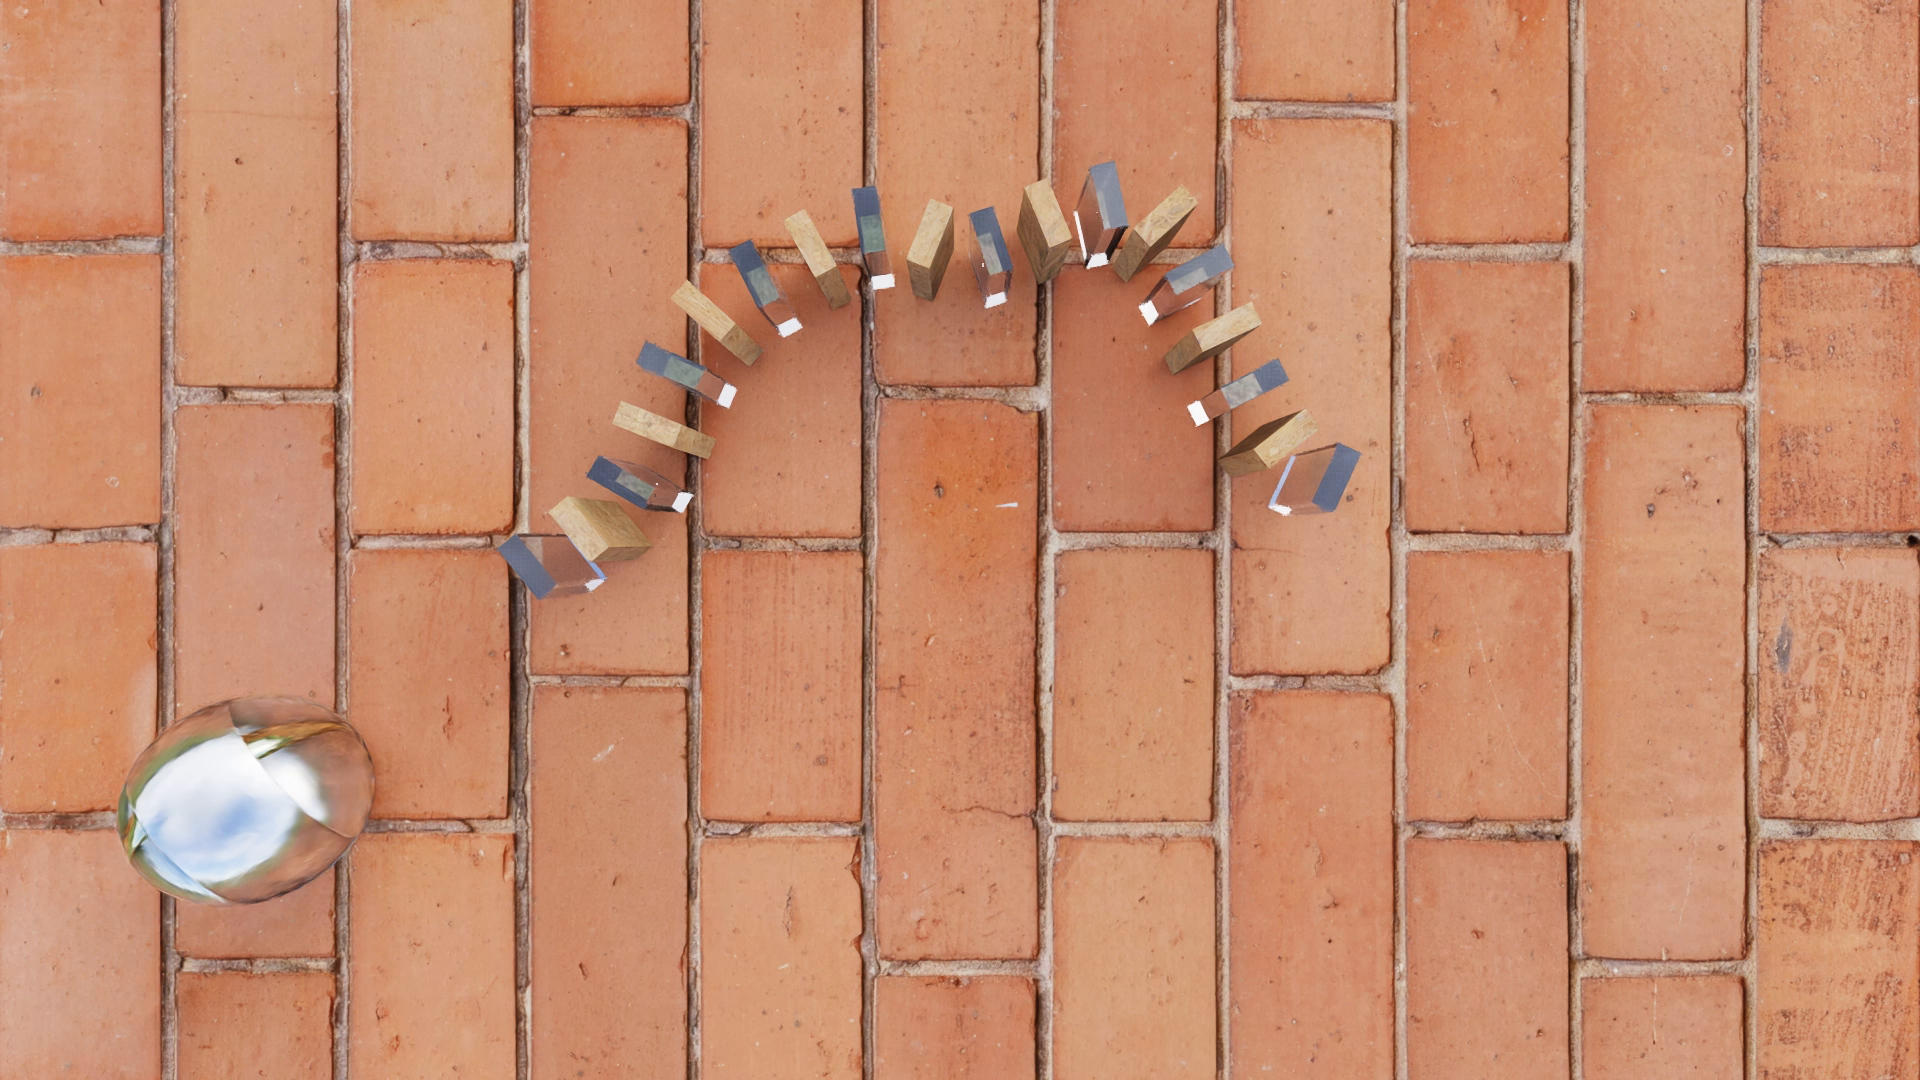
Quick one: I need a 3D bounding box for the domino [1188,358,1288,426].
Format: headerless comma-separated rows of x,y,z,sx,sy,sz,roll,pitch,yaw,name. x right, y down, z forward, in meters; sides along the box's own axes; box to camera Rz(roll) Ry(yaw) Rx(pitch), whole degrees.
0.113,-0.060,0.375,0.025,0.050,0.009,-27,90,0,domino

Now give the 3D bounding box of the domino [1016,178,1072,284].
0.034,-0.125,0.375,0.009,0.050,0.025,-23,90,0,domino

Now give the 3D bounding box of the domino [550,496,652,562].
-0.146,-0.004,0.375,0.010,0.050,0.025,-39,90,0,domino

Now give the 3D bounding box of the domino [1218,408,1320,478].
0.125,-0.039,0.375,0.025,0.050,0.010,-38,90,0,domino

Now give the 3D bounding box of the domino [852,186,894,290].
-0.035,-0.122,0.375,0.009,0.050,0.025,-8,90,0,domino

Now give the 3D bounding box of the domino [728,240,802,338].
-0.079,-0.102,0.375,0.009,0.050,0.025,-27,90,0,domino

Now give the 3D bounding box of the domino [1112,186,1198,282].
0.079,-0.124,0.375,0.025,0.050,0.010,-42,90,0,domino

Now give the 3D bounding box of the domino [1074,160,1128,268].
0.057,-0.132,0.375,0.009,0.050,0.025,-12,90,0,domino

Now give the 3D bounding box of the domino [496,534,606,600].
-0.165,0.010,0.375,0.010,0.050,0.025,-39,90,0,domino

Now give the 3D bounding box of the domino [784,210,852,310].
-0.057,-0.113,0.375,0.009,0.050,0.025,-30,90,0,domino

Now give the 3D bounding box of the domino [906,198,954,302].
-0.012,-0.117,0.375,0.010,0.050,0.025,22,90,0,domino

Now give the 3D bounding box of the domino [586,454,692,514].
-0.130,-0.022,0.375,0.025,0.050,0.010,30,90,0,domino

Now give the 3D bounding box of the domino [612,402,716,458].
-0.120,-0.044,0.375,0.025,0.050,0.009,22,90,0,domino

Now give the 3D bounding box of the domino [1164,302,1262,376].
0.102,-0.082,0.375,0.025,0.050,0.010,-25,90,0,domino

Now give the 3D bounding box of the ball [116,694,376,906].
-0.277,0.101,0.360,0.080,0.080,0.080,0,90,0,ball

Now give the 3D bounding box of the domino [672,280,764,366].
-0.098,-0.088,0.375,0.025,0.050,0.009,42,90,0,domino

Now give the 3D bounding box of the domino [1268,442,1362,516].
0.144,-0.024,0.375,0.009,0.050,0.025,25,90,0,domino

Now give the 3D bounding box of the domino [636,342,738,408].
-0.111,-0.067,0.375,0.025,0.050,0.009,24,90,0,domino

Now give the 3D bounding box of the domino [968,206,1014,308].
0.012,-0.114,0.375,0.010,0.050,0.025,-18,90,0,domino

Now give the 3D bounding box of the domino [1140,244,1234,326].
0.092,-0.103,0.375,0.025,0.050,0.010,-27,90,0,domino
